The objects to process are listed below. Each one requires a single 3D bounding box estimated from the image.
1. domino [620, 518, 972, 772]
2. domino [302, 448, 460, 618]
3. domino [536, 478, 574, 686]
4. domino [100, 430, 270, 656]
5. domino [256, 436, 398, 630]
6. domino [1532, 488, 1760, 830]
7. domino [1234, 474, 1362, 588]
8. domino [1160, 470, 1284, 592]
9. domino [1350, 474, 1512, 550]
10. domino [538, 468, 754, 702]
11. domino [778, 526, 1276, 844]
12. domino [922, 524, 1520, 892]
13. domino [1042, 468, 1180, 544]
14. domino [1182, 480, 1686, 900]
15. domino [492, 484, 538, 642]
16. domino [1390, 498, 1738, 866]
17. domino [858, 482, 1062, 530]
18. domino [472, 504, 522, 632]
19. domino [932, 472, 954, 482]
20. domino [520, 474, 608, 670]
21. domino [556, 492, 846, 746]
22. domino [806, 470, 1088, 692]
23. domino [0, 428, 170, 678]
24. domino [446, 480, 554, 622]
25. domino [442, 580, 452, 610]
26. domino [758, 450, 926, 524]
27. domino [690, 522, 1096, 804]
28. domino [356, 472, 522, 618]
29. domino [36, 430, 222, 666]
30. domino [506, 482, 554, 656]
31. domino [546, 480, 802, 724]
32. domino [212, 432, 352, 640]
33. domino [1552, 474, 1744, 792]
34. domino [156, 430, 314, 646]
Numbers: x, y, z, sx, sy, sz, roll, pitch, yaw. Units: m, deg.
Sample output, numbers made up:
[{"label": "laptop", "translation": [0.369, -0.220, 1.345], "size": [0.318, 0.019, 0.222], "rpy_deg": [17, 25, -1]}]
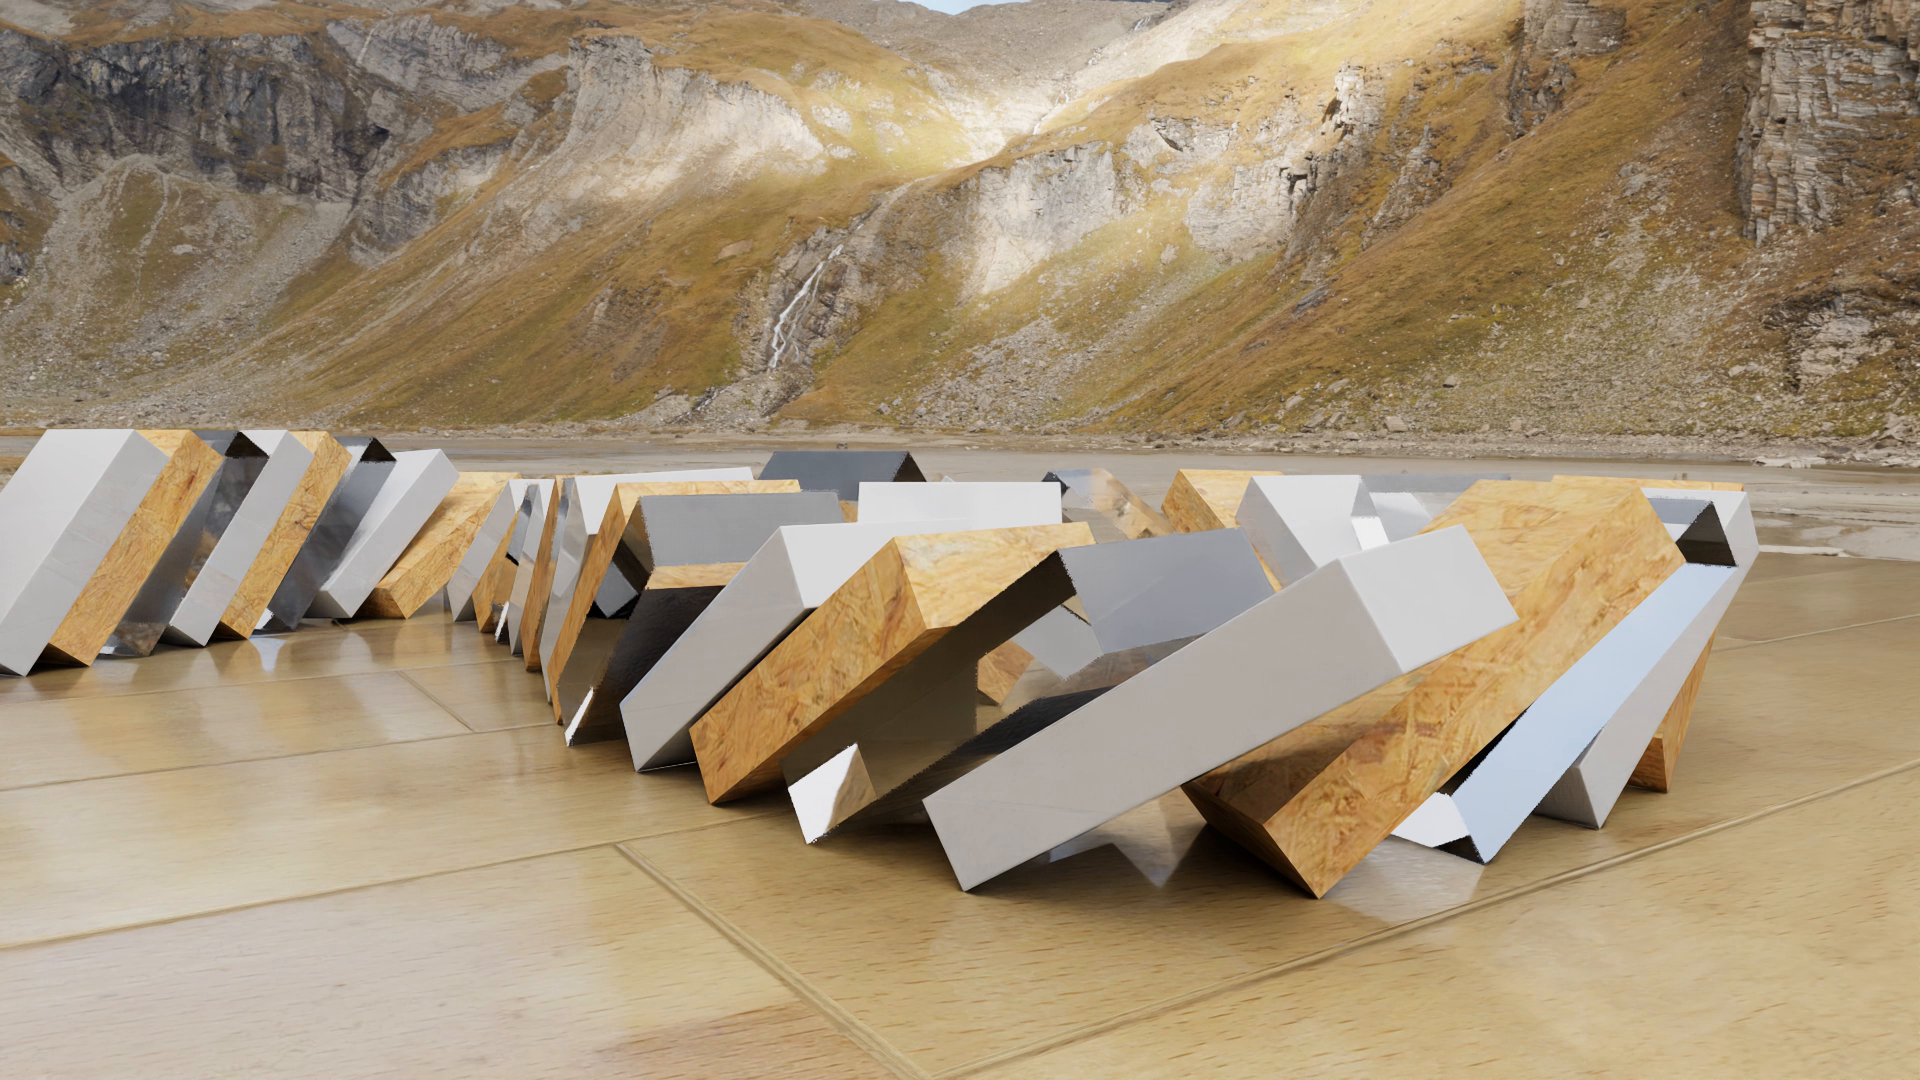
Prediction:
[{"label": "domino", "translation": [-0.021, 0.014, 0.158], "size": [0.025, 0.010, 0.050], "rpy_deg": [-3, -26, -38]}, {"label": "domino", "translation": [-0.150, -0.002, 0.321], "size": [0.025, 0.010, 0.050], "rpy_deg": [-2, 44, 23]}, {"label": "domino", "translation": [-0.055, 0.007, 0.214], "size": [0.025, 0.010, 0.050], "rpy_deg": [-5, -31, -26]}, {"label": "domino", "translation": [-0.170, 0.000, 0.270], "size": [0.025, 0.050, 0.009], "rpy_deg": [2, -33, 21]}, {"label": "domino", "translation": [-0.158, -0.003, 0.306], "size": [0.025, 0.050, 0.010], "rpy_deg": [1, -36, 21]}, {"label": "domino", "translation": [0.077, 0.012, 0.161], "size": [0.050, 0.009, 0.025], "rpy_deg": [-44, 29, -28]}, {"label": "domino", "translation": [0.070, 0.008, 0.220], "size": [0.025, 0.009, 0.050], "rpy_deg": [-2, 40, -19]}, {"label": "domino", "translation": [0.061, 0.006, 0.236], "size": [0.025, 0.009, 0.050], "rpy_deg": [0, 40, -28]}, {"label": "domino", "translation": [0.081, 0.009, 0.201], "size": [0.025, 0.009, 0.050], "rpy_deg": [0, 41, -1]}, {"label": "domino", "translation": [-0.049, 0.008, 0.198], "size": [0.025, 0.009, 0.050], "rpy_deg": [-5, -31, -27]}, {"label": "domino", "translation": [0.005, 0.016, 0.129], "size": [0.025, 0.010, 0.050], "rpy_deg": [-6, -24, -41]}, {"label": "domino", "translation": [0.022, 0.016, 0.117], "size": [0.025, 0.009, 0.050], "rpy_deg": [-9, -22, -48]}, {"label": "domino", "translation": [0.038, 0.006, 0.243], "size": [0.050, 0.010, 0.025], "rpy_deg": [42, 22, 21]}, {"label": "domino", "translation": [0.047, 0.013, 0.135], "size": [0.050, 0.010, 0.025], "rpy_deg": [-40, 12, -8]}, {"label": "domino", "translation": [-0.079, 0.005, 0.264], "size": [0.025, 0.010, 0.050], "rpy_deg": [-2, -28, -30]}, {"label": "domino", "translation": [0.063, 0.013, 0.148], "size": [0.050, 0.009, 0.025], "rpy_deg": [-40, 21, -21]}, {"label": "domino", "translation": [0.000, 0.010, 0.178], "size": [0.025, 0.010, 0.050], "rpy_deg": [0, -33, 0]}, {"label": "domino", "translation": [-0.088, 0.004, 0.282], "size": [0.025, 0.009, 0.050], "rpy_deg": [-3, -27, -37]}, {"label": "domino", "translation": [0.014, 0.006, 0.234], "size": [0.050, 0.009, 0.025], "rpy_deg": [36, 1, -6]}, {"label": "domino", "translation": [-0.062, 0.007, 0.230], "size": [0.025, 0.009, 0.050], "rpy_deg": [-2, -32, -28]}, {"label": "domino", "translation": [-0.035, 0.011, 0.171], "size": [0.025, 0.009, 0.050], "rpy_deg": [-3, -30, -31]}, {"label": "domino", "translation": [-0.003, 0.007, 0.225], "size": [0.050, 0.010, 0.025], "rpy_deg": [38, -8, -17]}, {"label": "domino", "translation": [-0.178, 0.001, 0.248], "size": [0.025, 0.050, 0.010], "rpy_deg": [2, -33, 21]}, {"label": "domino", "translation": [-0.098, 0.003, 0.296], "size": [0.025, 0.010, 0.050], "rpy_deg": [-2, -27, -39]}, {"label": "domino", "translation": [-0.108, 0.012, 0.340], "size": [0.050, 0.010, 0.025], "rpy_deg": [-3, 5, -34]}, {"label": "domino", "translation": [-0.010, 0.007, 0.202], "size": [0.025, 0.009, 0.050], "rpy_deg": [3, -39, 33]}, {"label": "domino", "translation": [-0.008, 0.015, 0.143], "size": [0.025, 0.010, 0.050], "rpy_deg": [-5, -25, -39]}, {"label": "domino", "translation": [-0.137, 0.000, 0.333], "size": [0.025, 0.009, 0.050], "rpy_deg": [2, 37, 27]}, {"label": "domino", "translation": [-0.174, 0.000, 0.259], "size": [0.025, 0.050, 0.010], "rpy_deg": [2, -33, 21]}, {"label": "domino", "translation": [-0.071, 0.006, 0.247], "size": [0.025, 0.010, 0.050], "rpy_deg": [-2, -29, -28]}, {"label": "domino", "translation": [-0.042, 0.010, 0.186], "size": [0.025, 0.009, 0.050], "rpy_deg": [-3, -32, -31]}, {"label": "domino", "translation": [-0.163, -0.002, 0.293], "size": [0.025, 0.050, 0.009], "rpy_deg": [2, -33, 21]}, {"label": "domino", "translation": [0.089, 0.010, 0.176], "size": [0.025, 0.010, 0.050], "rpy_deg": [6, 43, 40]}, {"label": "domino", "translation": [-0.166, -0.001, 0.281], "size": [0.025, 0.050, 0.010], "rpy_deg": [1, -33, 20]}]
